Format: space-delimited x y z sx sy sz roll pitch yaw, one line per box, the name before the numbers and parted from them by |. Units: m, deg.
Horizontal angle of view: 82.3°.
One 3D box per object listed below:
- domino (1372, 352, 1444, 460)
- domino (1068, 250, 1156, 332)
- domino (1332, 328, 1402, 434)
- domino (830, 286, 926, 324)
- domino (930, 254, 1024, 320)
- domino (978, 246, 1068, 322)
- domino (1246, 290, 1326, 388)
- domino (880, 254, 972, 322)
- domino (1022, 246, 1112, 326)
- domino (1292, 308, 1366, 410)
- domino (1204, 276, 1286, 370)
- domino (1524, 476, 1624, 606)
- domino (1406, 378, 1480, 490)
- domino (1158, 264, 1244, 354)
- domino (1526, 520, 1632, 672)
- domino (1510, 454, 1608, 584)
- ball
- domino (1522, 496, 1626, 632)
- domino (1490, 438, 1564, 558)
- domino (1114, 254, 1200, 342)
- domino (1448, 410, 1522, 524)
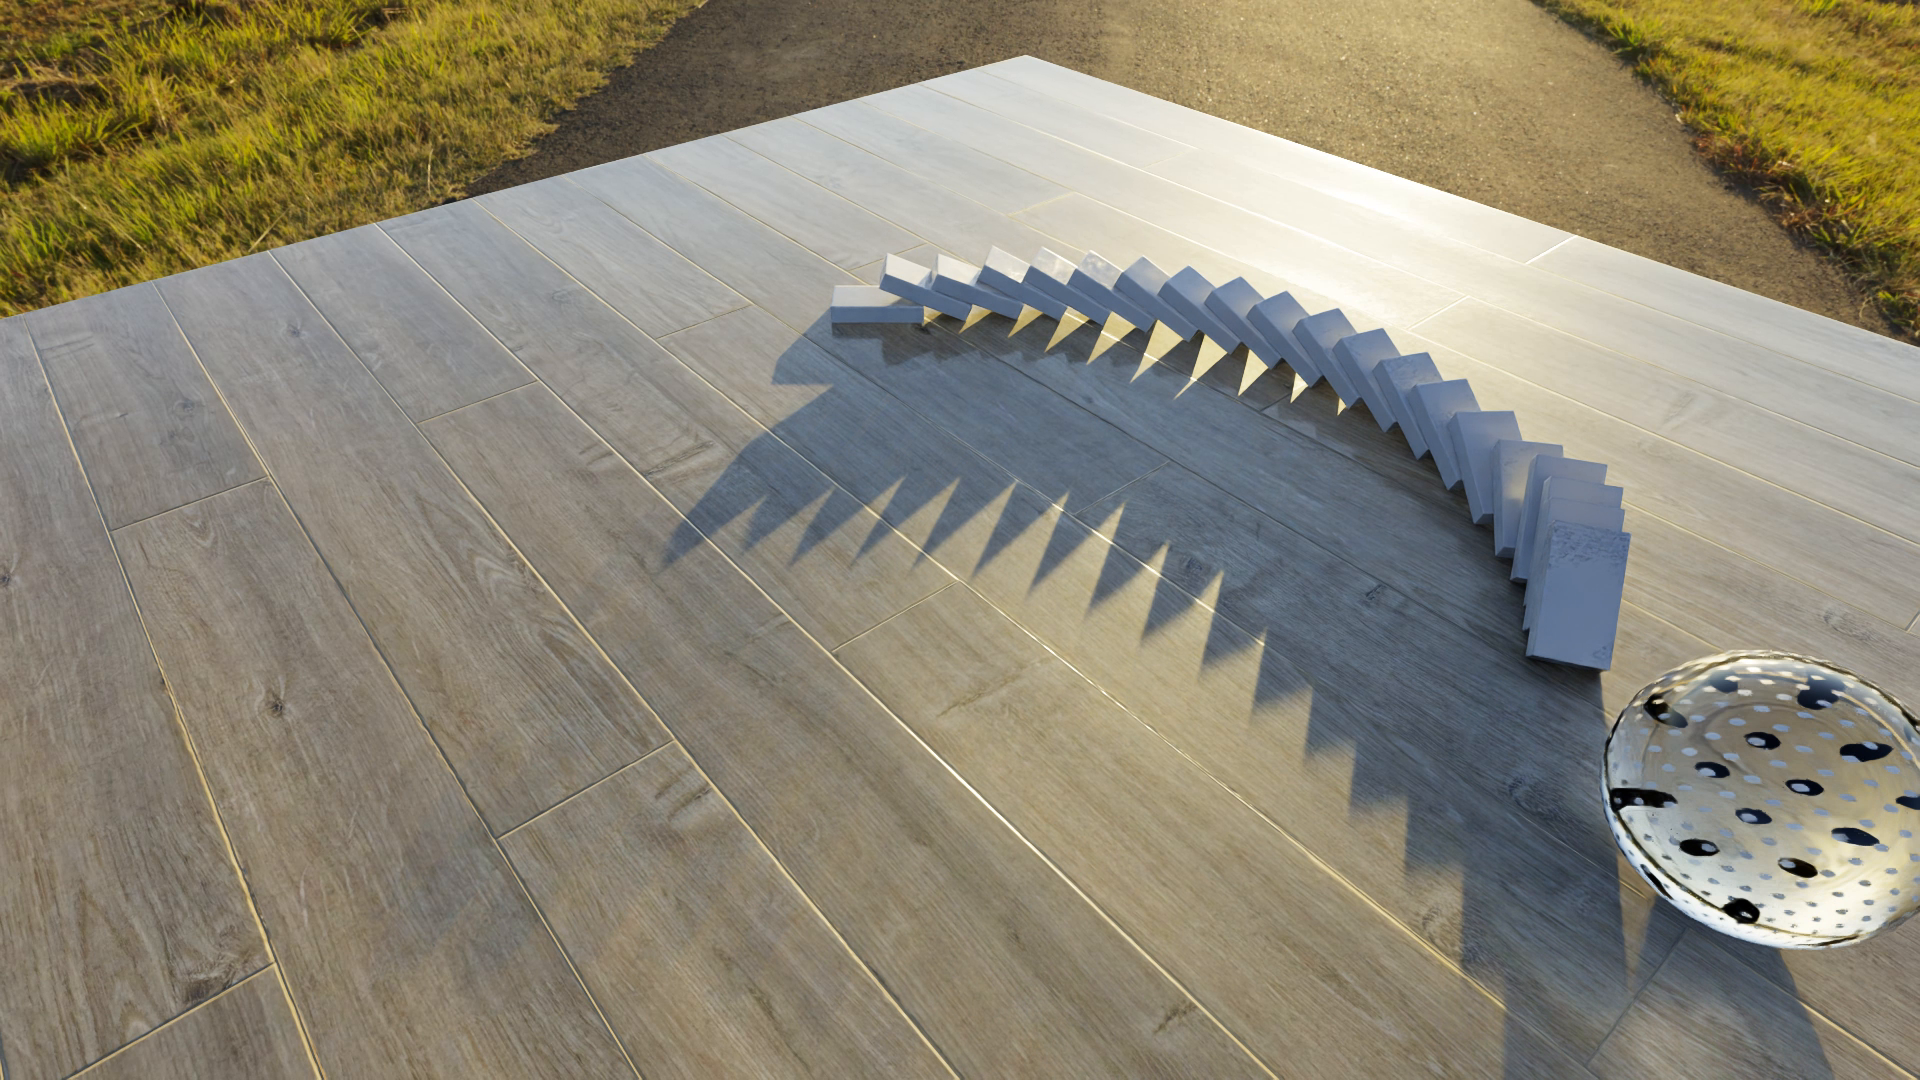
domino | 0.212 -0.062 0.504 0.025 0.010 0.050 -10 64 -12
domino | 0.085 -0.134 0.592 0.050 0.010 0.025 33 45 2
domino | 0.201 -0.076 0.521 0.025 0.010 0.050 -15 66 -17
domino | -0.044 -0.129 0.601 0.050 0.010 0.025 0 39 0
domino | 0.010 -0.138 0.598 0.050 0.010 0.025 17 37 -13
domino | 0.036 -0.140 0.599 0.050 0.010 0.025 25 40 -7
domino | 0.170 -0.101 0.552 0.025 0.010 0.050 -26 70 -28
domino | -0.018 -0.137 0.596 0.050 0.009 0.025 18 37 -15
domino | 0.061 -0.138 0.596 0.050 0.009 0.025 30 43 -2
domino | 0.187 -0.089 0.537 0.025 0.009 0.050 -19 67 -22
domino | 0.152 -0.112 0.565 0.025 0.010 0.050 -31 72 -32
domino | 0.232 0.003 0.416 0.025 0.010 0.050 12 82 14
domino | 0.220 -0.047 0.486 0.025 0.010 0.050 -7 64 -9
domino | 0.131 -0.121 0.576 0.050 0.009 0.025 43 52 10
domino | 0.222 0.020 0.395 0.025 0.009 0.050 12 82 14
domino | 0.233 -0.007 0.427 0.025 0.009 0.050 12 82 14
ball | 0.222 0.070 0.302 0.080 0.080 0.080 0 39 0
domino | 0.226 0.011 0.405 0.025 0.009 0.050 12 82 14
domino | 0.231 -0.016 0.447 0.025 0.010 0.050 7 65 7
domino | 0.109 -0.129 0.585 0.050 0.010 0.025 40 49 8
domino | 0.227 -0.031 0.466 0.025 0.010 0.050 -1 63 -1
